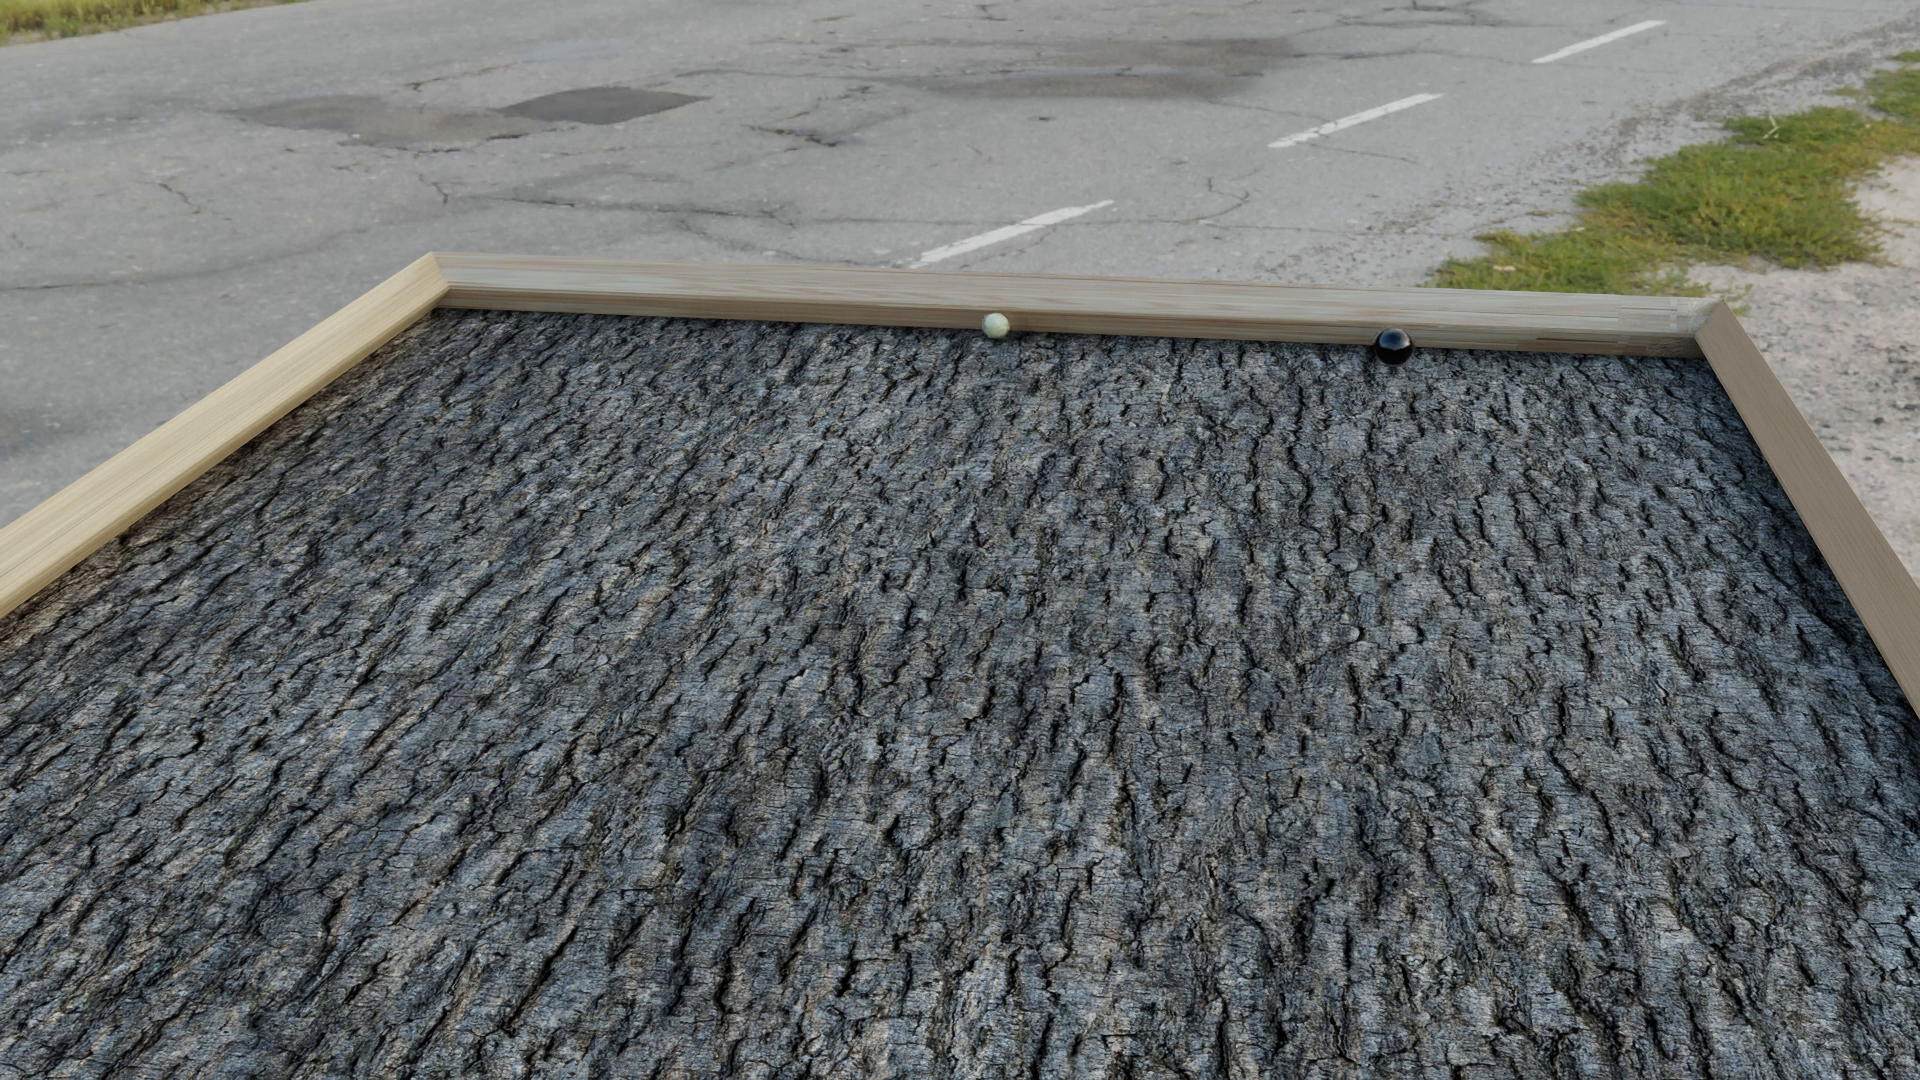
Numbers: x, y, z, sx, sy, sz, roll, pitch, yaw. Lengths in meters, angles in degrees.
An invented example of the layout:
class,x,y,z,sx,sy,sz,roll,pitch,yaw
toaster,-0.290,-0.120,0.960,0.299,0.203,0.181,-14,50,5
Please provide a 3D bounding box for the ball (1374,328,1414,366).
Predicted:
class,x,y,z,sx,sy,sz,roll,pitch,yaw
ball,0.649,-0.289,3.290,0.058,0.058,0.058,0,21,0

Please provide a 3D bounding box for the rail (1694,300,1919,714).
class,x,y,z,sx,sy,sz,roll,pitch,yaw
rail,0.839,0.384,1.514,0.045,0.093,3.922,3,21,8

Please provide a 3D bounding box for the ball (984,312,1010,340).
class,x,y,z,sx,sy,sz,roll,pitch,yaw
ball,0.057,-0.334,3.429,0.041,0.041,0.041,0,21,0

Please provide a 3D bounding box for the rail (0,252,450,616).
class,x,y,z,sx,sy,sz,roll,pitch,yaw
rail,-1.125,0.279,1.784,0.045,0.093,3.922,3,21,8

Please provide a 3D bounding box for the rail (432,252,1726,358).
class,x,y,z,sx,sy,sz,roll,pitch,yaw
rail,0.140,-0.364,3.435,2.033,0.093,0.045,3,21,8
